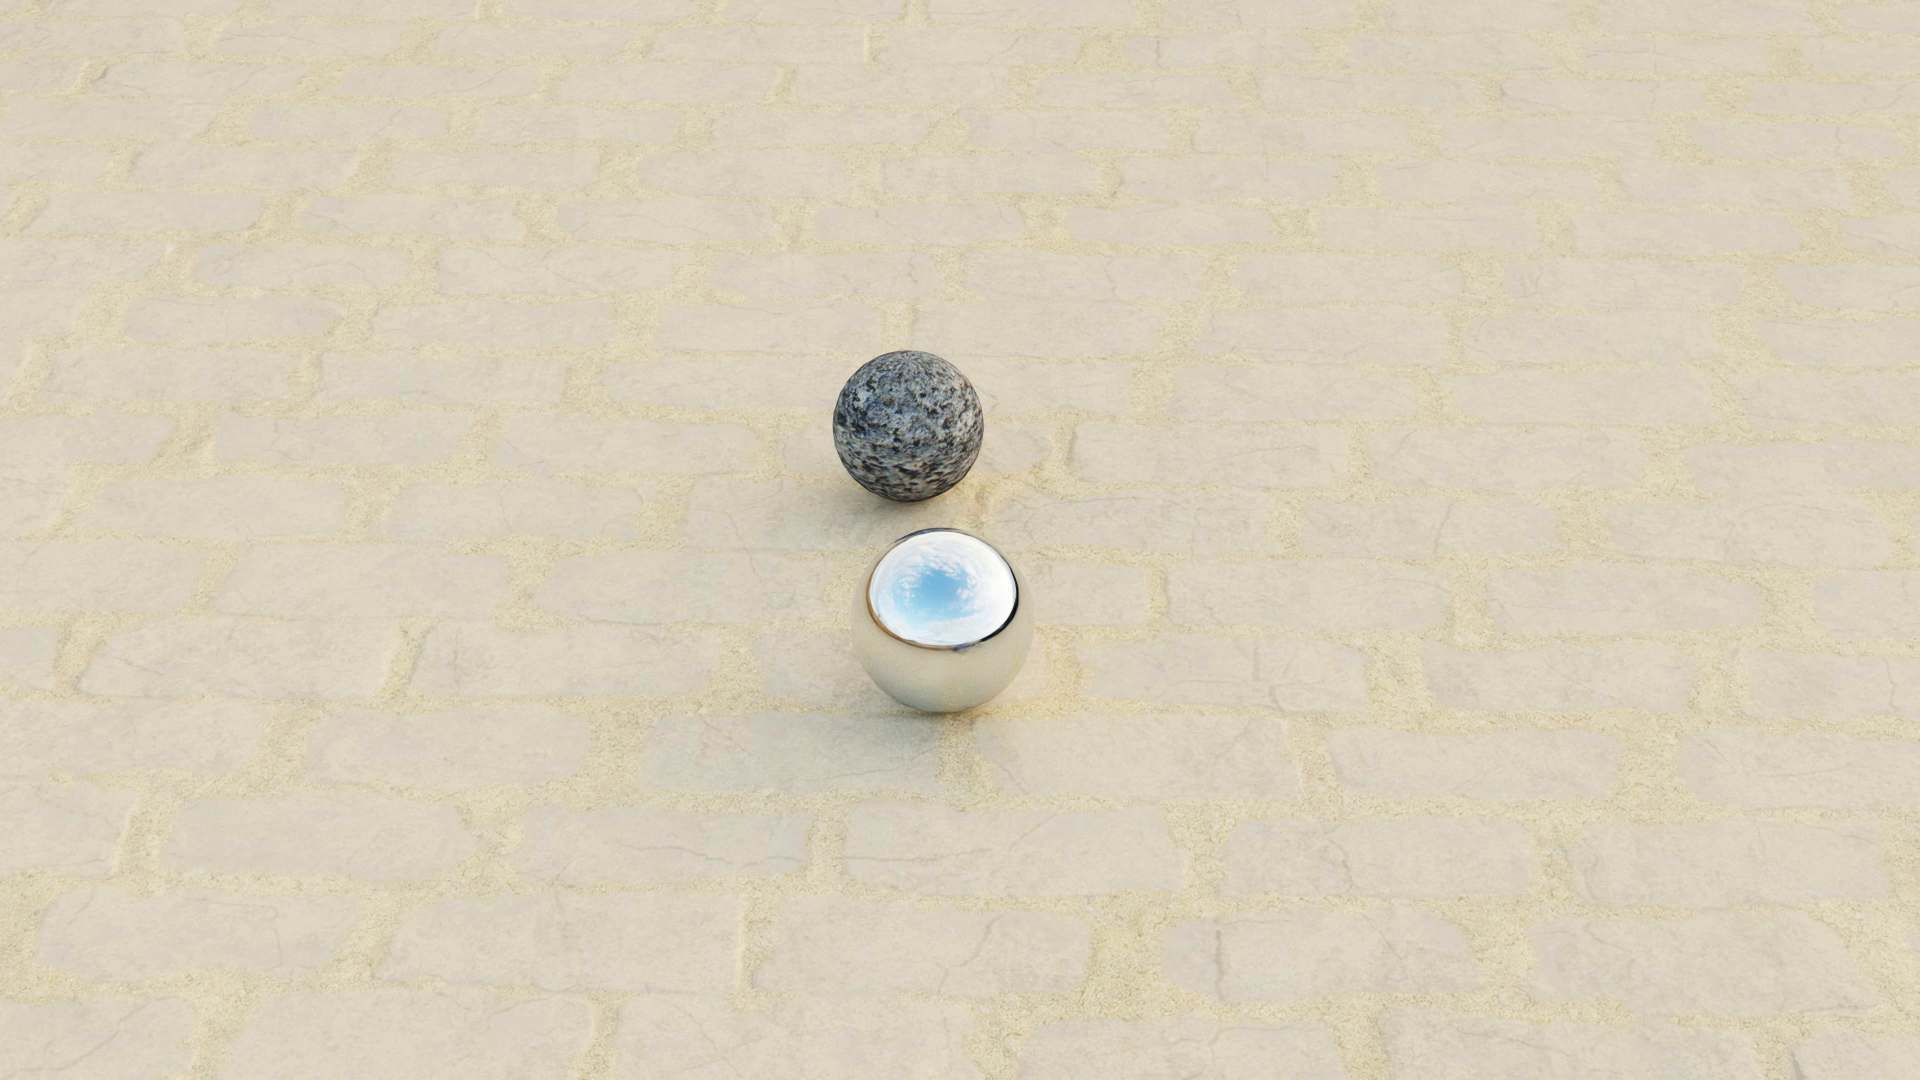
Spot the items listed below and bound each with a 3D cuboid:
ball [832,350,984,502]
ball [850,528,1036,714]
[{"bbox_3d":[-0.028,-0.063,1.615,0.083,0.083,0.083,0,33,0],"label":"ball"},{"bbox_3d":[-0.009,0.039,1.450,0.092,0.092,0.092,0,33,0],"label":"ball"}]
